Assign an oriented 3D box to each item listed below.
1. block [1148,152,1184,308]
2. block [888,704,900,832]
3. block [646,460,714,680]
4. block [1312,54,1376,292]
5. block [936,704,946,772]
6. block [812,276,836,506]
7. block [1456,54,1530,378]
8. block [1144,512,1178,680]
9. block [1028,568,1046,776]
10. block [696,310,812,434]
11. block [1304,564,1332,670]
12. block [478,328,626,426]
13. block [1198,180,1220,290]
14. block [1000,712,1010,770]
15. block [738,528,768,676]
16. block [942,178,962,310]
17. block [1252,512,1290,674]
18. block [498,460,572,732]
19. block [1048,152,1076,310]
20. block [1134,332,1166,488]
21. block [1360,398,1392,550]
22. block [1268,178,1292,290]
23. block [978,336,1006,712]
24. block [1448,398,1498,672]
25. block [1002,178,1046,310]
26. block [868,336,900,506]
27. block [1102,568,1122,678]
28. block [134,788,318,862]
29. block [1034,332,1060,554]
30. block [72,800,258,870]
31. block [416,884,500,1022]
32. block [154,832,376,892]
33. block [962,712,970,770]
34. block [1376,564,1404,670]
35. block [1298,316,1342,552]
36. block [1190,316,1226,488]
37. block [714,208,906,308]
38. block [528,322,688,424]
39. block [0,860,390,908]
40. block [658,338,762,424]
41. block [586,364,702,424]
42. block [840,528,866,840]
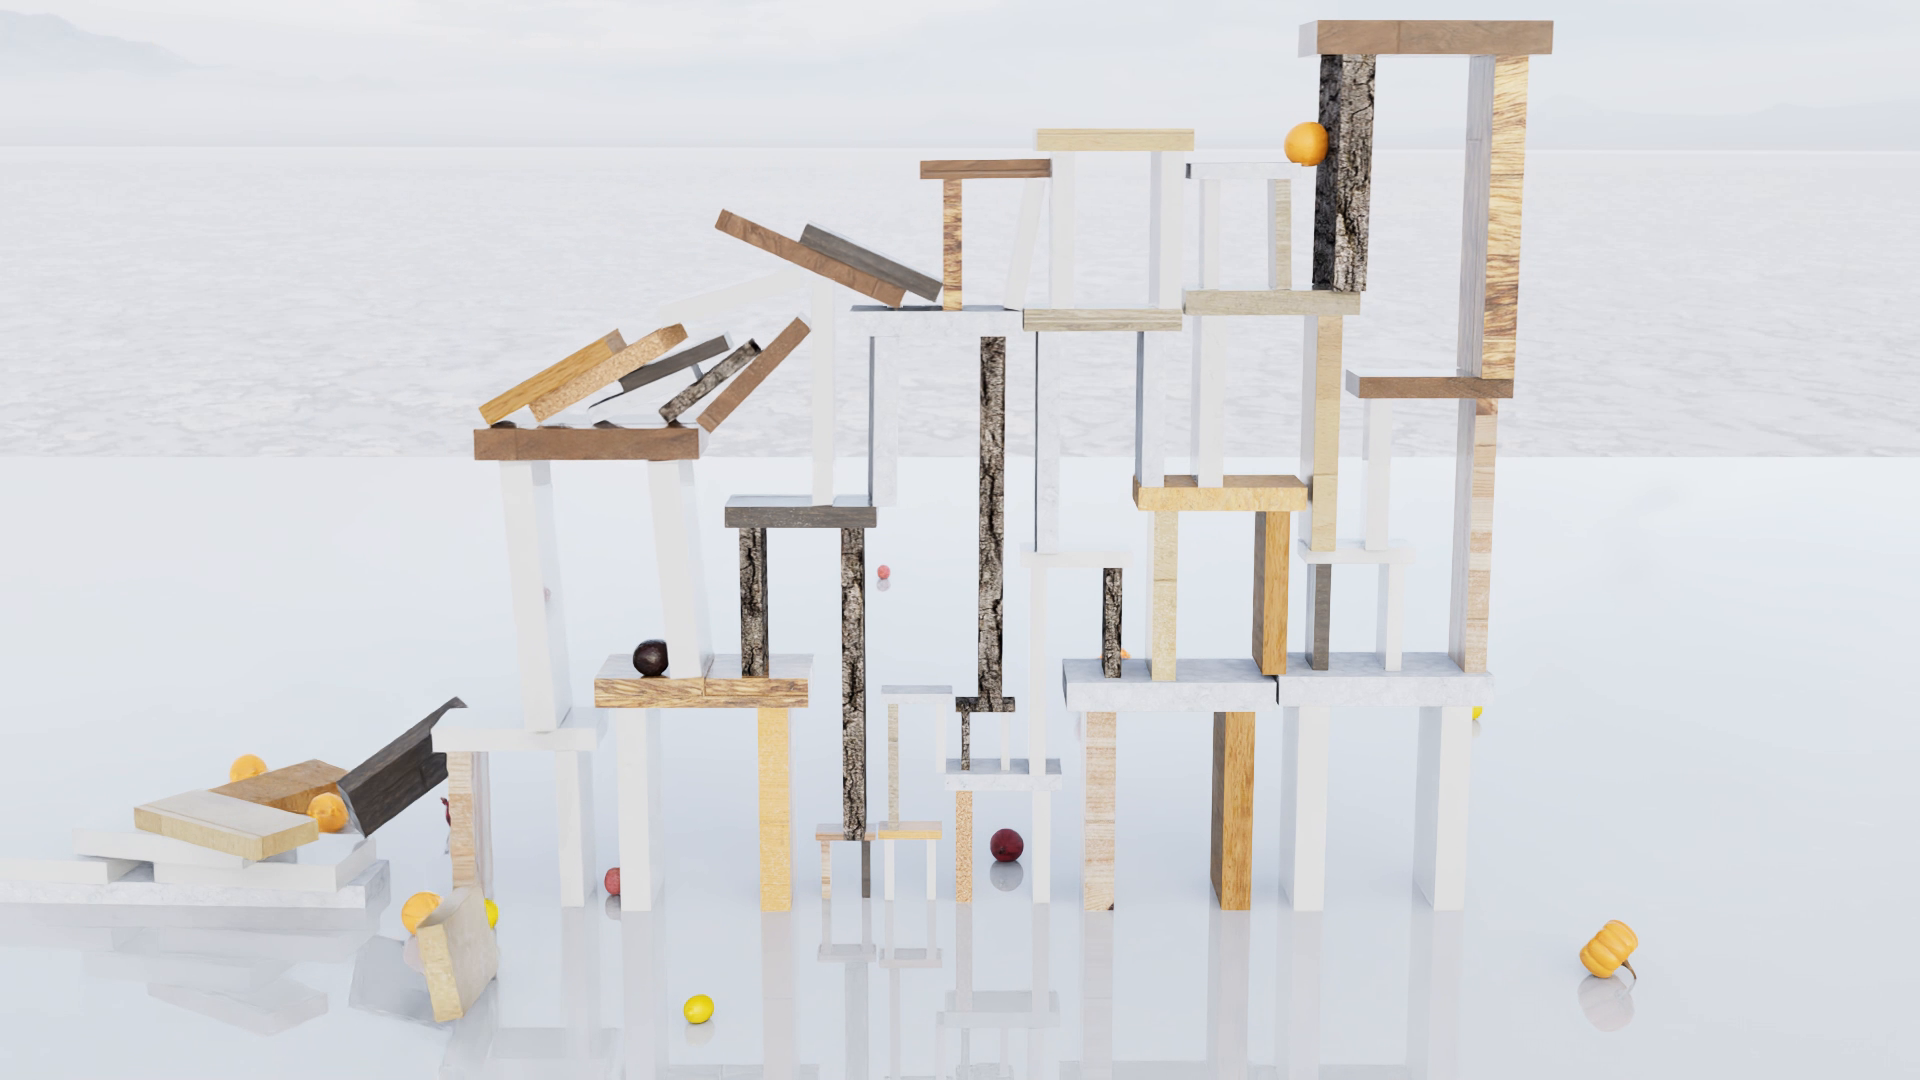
[{"bbox_3d":[0.324,-0.490,3.466,0.034,0.242,0.121,-1,11,-3],"label":"block"},{"bbox_3d":[-0.109,0.367,3.624,0.016,0.216,0.058,0,11,0],"label":"block"},{"bbox_3d":[-0.453,0.032,3.564,0.050,0.351,0.175,-5,11,1],"label":"block"},{"bbox_3d":[0.602,-0.577,3.457,0.051,0.358,0.179,0,11,-2],"label":"block"},{"bbox_3d":[-0.032,0.318,3.615,0.016,0.116,0.058,0,11,0],"label":"block"},{"bbox_3d":[-0.218,-0.240,3.515,0.033,0.356,0.115,0,10,-1],"label":"block"},{"bbox_3d":[0.839,-0.511,3.472,0.051,0.494,0.179,0,11,0],"label":"block"},{"bbox_3d":[0.327,0.078,3.574,0.038,0.277,0.133,0,11,0],"label":"block"},{"bbox_3d":[0.126,0.206,3.594,0.026,0.345,0.091,0,11,0],"label":"block"},{"bbox_3d":[-0.326,-0.269,3.516,0.033,0.230,0.115,44,7,-8],"label":"block"},{"bbox_3d":[0.583,0.117,3.585,0.025,0.176,0.088,0,11,0],"label":"block"},{"bbox_3d":[-0.648,-0.260,3.504,0.231,0.033,0.116,-28,10,8],"label":"block"},{"bbox_3d":[0.394,-0.484,3.472,0.024,0.170,0.085,0,11,1],"label":"block"},{"bbox_3d":[0.075,0.326,3.625,0.014,0.098,0.049,0,11,0],"label":"block"},{"bbox_3d":[-0.334,0.088,3.572,0.034,0.241,0.121,0,11,0],"label":"block"},{"bbox_3d":[-0.013,-0.469,3.479,0.029,0.203,0.102,0,11,-1],"label":"block"},{"bbox_3d":[0.505,0.073,3.573,0.038,0.266,0.133,0,11,0],"label":"block"},{"bbox_3d":[-0.687,0.075,3.575,0.050,0.439,0.175,-4,11,-1],"label":"block"},{"bbox_3d":[0.160,-0.490,3.463,0.034,0.242,0.121,0,11,0],"label":"block"},{"bbox_3d":[0.305,-0.216,3.519,0.035,0.247,0.123,0,11,-1],"label":"block"},{"bbox_3d":[0.670,-0.114,3.543,0.034,0.243,0.122,1,11,5],"label":"block"},{"bbox_3d":[0.505,-0.485,3.472,0.024,0.170,0.085,-2,11,0],"label":"block"},{"bbox_3d":[0.050,-0.033,3.555,0.038,0.605,0.135,0,11,0],"label":"block"},{"bbox_3d":[0.830,-0.015,3.562,0.034,0.444,0.121,0,11,0],"label":"block"},{"bbox_3d":[0.101,-0.469,3.475,0.029,0.203,0.102,10,10,-2],"label":"block"},{"bbox_3d":[-0.123,-0.198,3.527,0.038,0.270,0.135,0,11,-6],"label":"block"},{"bbox_3d":[0.247,0.125,3.579,0.026,0.182,0.091,0,11,0],"label":"block"},{"bbox_3d":[-1.193,0.460,3.570,0.304,0.035,0.124,7,13,34],"label":"block"},{"bbox_3d":[0.140,-0.163,3.528,0.035,0.353,0.123,0,11,0],"label":"block"},{"bbox_3d":[-1.285,0.487,3.647,0.316,0.045,0.158,3,11,15],"label":"block"},{"bbox_3d":[-0.724,0.593,3.180,0.038,0.134,0.268,-12,3,-1],"label":"block"},{"bbox_3d":[-1.154,0.531,3.659,0.316,0.045,0.158,2,11,9],"label":"block"},{"bbox_3d":[0.009,0.326,3.625,0.014,0.098,0.049,0,11,0],"label":"block"},{"bbox_3d":[0.701,0.117,3.585,0.025,0.176,0.088,0,11,0],"label":"block"},{"bbox_3d":[0.577,-0.178,3.528,0.039,0.375,0.136,0,11,0],"label":"block"},{"bbox_3d":[0.396,-0.229,3.520,0.039,0.272,0.136,0,11,0],"label":"block"},{"bbox_3d":[-0.233,-0.447,3.480,0.311,0.033,0.116,24,9,-4],"label":"block"},{"bbox_3d":[-0.560,-0.271,3.507,0.247,0.035,0.124,-27,10,16],"label":"block"},{"bbox_3d":[-1.348,0.569,3.680,0.757,0.038,0.134,0,11,3],"label":"block"},{"bbox_3d":[-0.399,-0.255,3.515,0.181,0.026,0.090,-37,9,6],"label":"block"},{"bbox_3d":[-0.504,-0.236,3.516,0.181,0.026,0.090,-22,10,3],"label":"block"},{"bbox_3d":[-0.173,0.225,3.597,0.034,0.519,0.121,0,11,-1],"label":"block"}]
